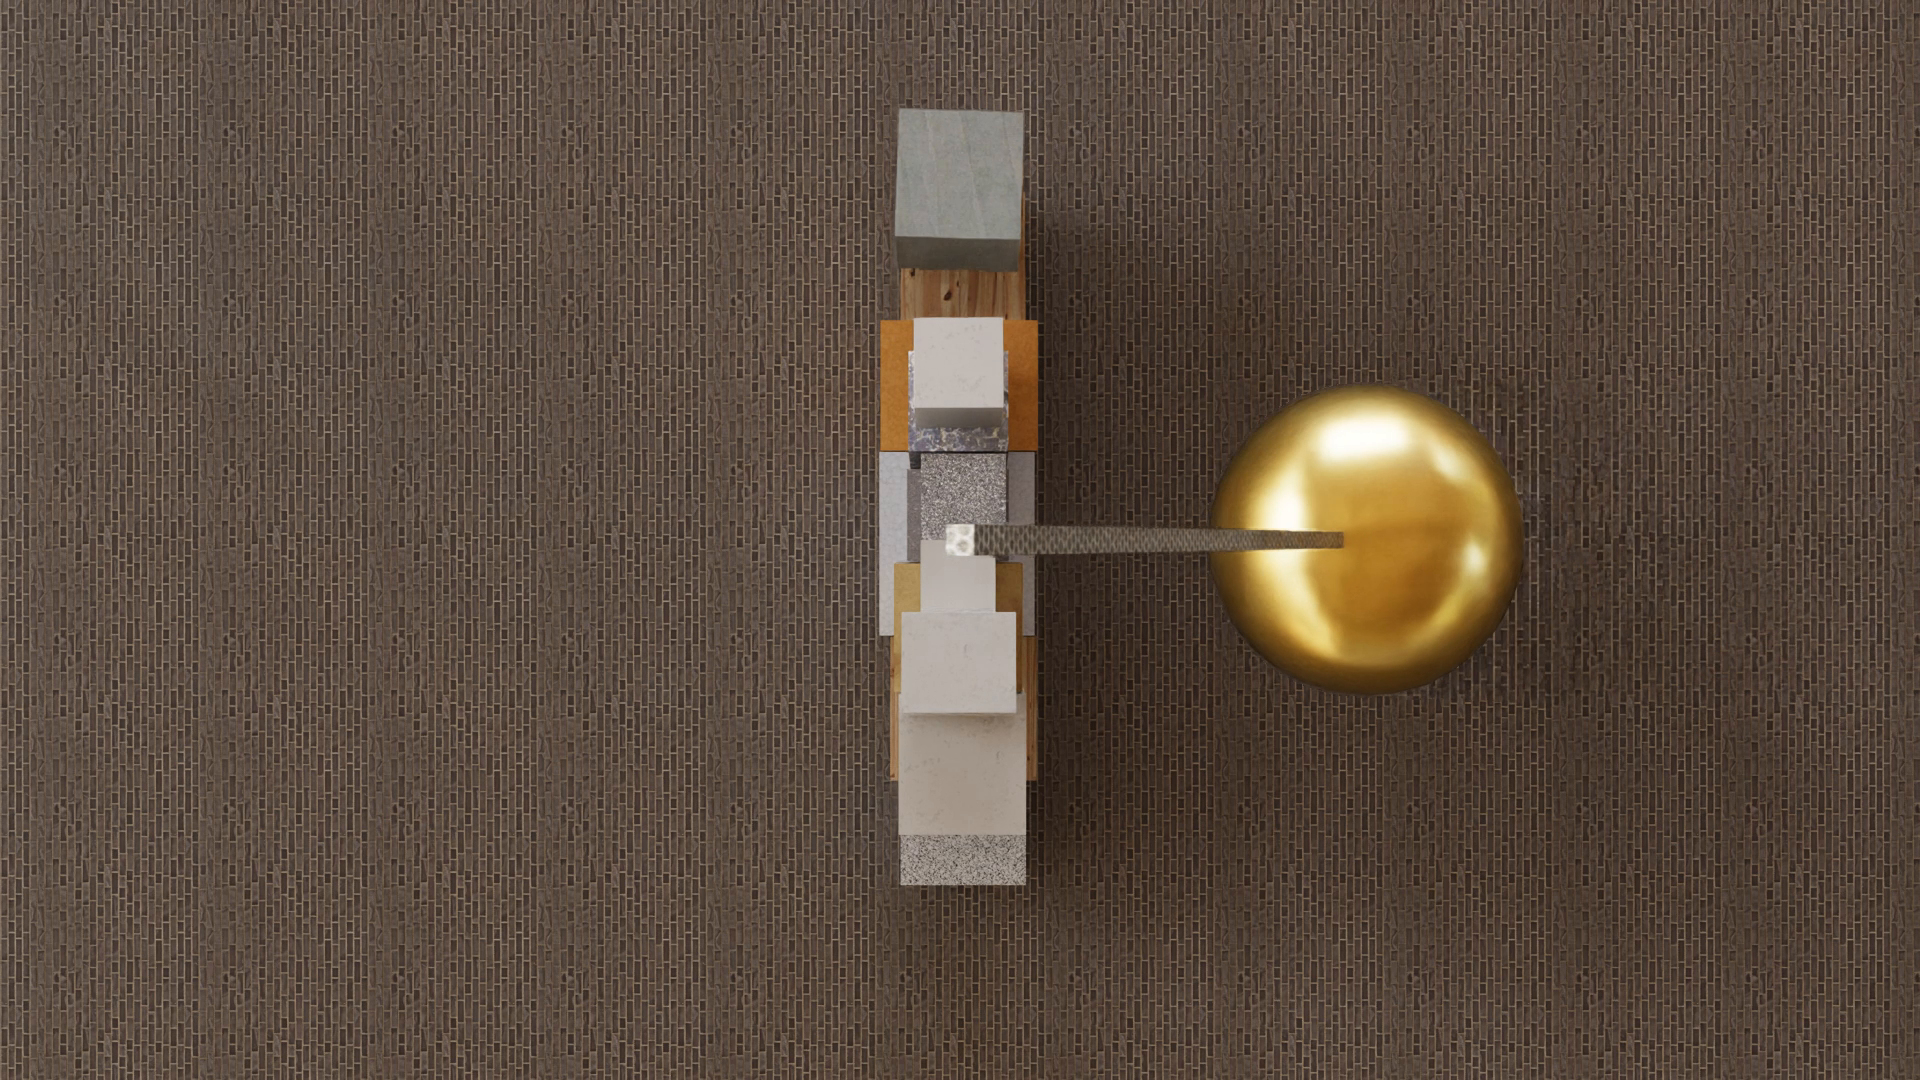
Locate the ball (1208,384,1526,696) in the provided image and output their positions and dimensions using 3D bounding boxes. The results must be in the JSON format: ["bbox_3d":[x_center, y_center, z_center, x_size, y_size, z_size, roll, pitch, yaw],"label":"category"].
[{"bbox_3d":[2.074,0.000,11.281,1.600,1.600,1.600,0,90,0],"label":"ball"}]

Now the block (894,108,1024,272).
[{"bbox_3d":[-0.001,-1.904,12.030,0.669,0.592,0.710,2,80,0],"label":"block"}]

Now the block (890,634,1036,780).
[{"bbox_3d":[0.019,0.928,12.548,0.805,0.905,0.792,0,90,0],"label":"block"}]

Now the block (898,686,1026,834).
[{"bbox_3d":[0.013,1.159,11.721,0.657,0.748,0.726,0,90,0],"label":"block"}]

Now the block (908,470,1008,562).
[{"bbox_3d":[-0.011,-0.129,11.744,0.530,0.551,0.481,0,90,0],"label":"block"}]

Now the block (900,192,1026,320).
[{"bbox_3d":[0.018,-1.585,12.669,0.703,0.661,0.730,0,90,0],"label":"block"}]

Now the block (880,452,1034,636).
[{"bbox_3d":[-0.016,0.020,12.510,0.847,0.980,1.004,0,90,0],"label":"block"}]

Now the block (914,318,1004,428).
[{"bbox_3d":[-0.007,-0.859,11.346,0.451,0.459,0.469,0,80,0],"label":"block"}]

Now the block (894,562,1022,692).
[{"bbox_3d":[-0.008,0.453,11.709,0.668,0.623,0.665,0,90,0],"label":"block"}]

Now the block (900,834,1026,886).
[{"bbox_3d":[0.019,1.641,12.705,0.707,0.591,0.615,0,90,0],"label":"block"}]

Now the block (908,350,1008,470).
[{"bbox_3d":[-0.008,-0.689,11.802,0.525,0.499,0.540,0,80,0],"label":"block"}]

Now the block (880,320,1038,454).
[{"bbox_3d":[-0.004,-0.850,12.547,0.865,0.906,0.716,0,90,0],"label":"block"}]

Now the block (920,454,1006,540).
[{"bbox_3d":[0.017,-0.216,11.269,0.428,0.397,0.435,0,90,0],"label":"block"}]

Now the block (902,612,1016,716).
[{"bbox_3d":[-0.006,0.629,11.064,0.562,0.597,0.492,0,84,0],"label":"block"}]

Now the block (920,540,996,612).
[{"bbox_3d":[-0.010,0.191,11.219,0.376,0.356,0.379,0,90,0],"label":"block"}]

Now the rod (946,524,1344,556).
[{"bbox_3d":[0.899,0.000,8.090,0.080,5.200,0.080,0,90,20],"label":"rod"}]
